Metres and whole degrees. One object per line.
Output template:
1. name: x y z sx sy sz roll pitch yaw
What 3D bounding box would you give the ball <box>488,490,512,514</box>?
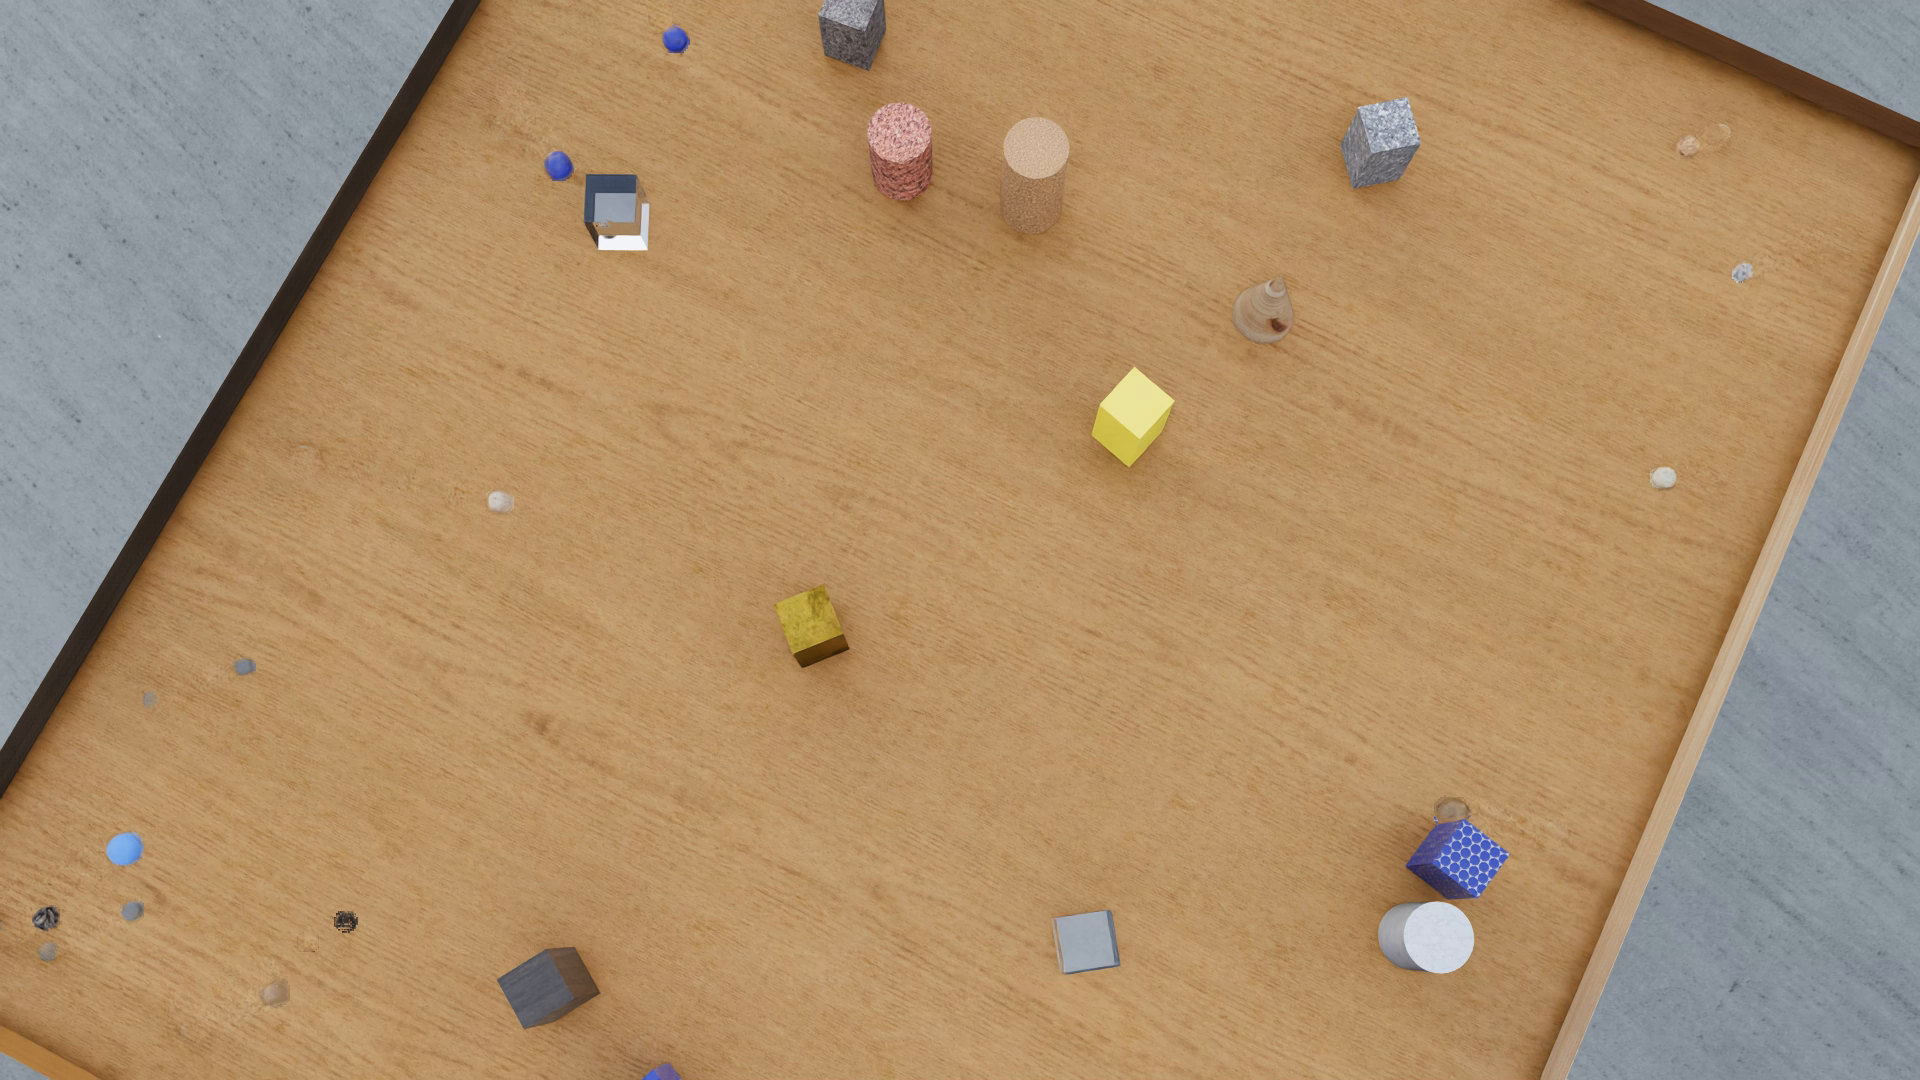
1. ball: -1.407 -0.116 5.603 0.074 0.074 0.074 0 78 0

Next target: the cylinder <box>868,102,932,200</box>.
1. cylinder: -0.184 -1.208 5.712 0.194 0.303 0.194 0 78 0

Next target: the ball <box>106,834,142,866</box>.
1. ball: -2.454 0.908 5.380 0.095 0.095 0.095 0 78 0

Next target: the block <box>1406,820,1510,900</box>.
1. block: 1.424 0.920 5.262 0.155 0.321 0.155 38 81 7

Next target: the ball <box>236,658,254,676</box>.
1. ball: -2.152 0.383 5.511 0.051 0.051 0.051 0 78 0

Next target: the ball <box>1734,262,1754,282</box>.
1. ball: 2.463 -0.843 5.761 0.058 0.058 0.058 0 78 0

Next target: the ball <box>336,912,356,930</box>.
1. ball: -1.795 1.116 5.359 0.052 0.052 0.052 0 78 0

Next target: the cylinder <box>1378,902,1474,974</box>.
1. cylinder: 1.323 1.130 5.218 0.194 0.322 0.194 0 78 0

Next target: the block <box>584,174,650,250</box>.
1. block: -1.067 -1.019 5.707 0.155 0.235 0.155 0 78 0

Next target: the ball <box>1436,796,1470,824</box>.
1. ball: 1.452 0.806 5.400 0.097 0.097 0.097 0 78 0

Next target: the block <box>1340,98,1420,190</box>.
1. block: 1.312 -1.238 5.730 0.155 0.279 0.155 -12 79 -2

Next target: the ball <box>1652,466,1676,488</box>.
1. ball: 2.161 -0.191 5.621 0.069 0.069 0.069 0 78 0

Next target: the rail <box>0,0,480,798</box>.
1. rail: -1.972 -0.959 5.750 0.045 0.126 5.087 26 80 5

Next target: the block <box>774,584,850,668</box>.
1. block: -0.435 0.258 5.405 0.155 0.310 0.155 -22 79 -4

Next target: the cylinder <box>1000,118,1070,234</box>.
1. cylinder: 0.225 -1.110 5.618 0.194 0.447 0.194 0 78 0

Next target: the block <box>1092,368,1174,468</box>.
1. block: 0.517 -0.366 5.517 0.155 0.342 0.155 41 81 8

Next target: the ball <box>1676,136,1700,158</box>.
1. ball: 2.321 -1.254 5.841 0.068 0.068 0.068 0 78 0

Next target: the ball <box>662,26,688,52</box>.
1. ball: -0.918 -1.615 5.909 0.082 0.082 0.082 0 78 0

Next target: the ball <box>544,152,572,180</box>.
1. ball: -1.275 -1.189 5.818 0.087 0.087 0.087 0 78 0

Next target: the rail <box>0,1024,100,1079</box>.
1. rail: -1.127 2.214 5.093 4.456 0.126 0.045 26 80 5

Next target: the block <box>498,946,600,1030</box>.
1. block: -1.155 1.259 5.166 0.155 0.373 0.155 -31 80 -6

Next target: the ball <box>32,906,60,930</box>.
1. ball: -2.669 1.106 5.352 0.069 0.069 0.069 0 78 0

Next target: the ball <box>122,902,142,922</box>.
1. ball: -2.423 1.087 5.362 0.058 0.058 0.058 0 78 0

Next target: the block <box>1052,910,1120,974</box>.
1. block: 0.356 1.145 5.224 0.155 0.304 0.155 -9 78 -2

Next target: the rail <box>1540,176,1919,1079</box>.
1. rail: 1.972 0.972 5.350 0.045 0.126 5.087 26 80 5

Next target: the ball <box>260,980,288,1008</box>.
1. ball: -1.984 1.313 5.306 0.076 0.076 0.076 0 78 0

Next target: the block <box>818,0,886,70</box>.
1. block: -0.340 -1.643 5.819 0.155 0.269 0.155 20 79 4

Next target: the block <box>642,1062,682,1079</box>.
1. block: -0.852 1.591 5.149 0.155 0.272 0.155 -41 81 -8

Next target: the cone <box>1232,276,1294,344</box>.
1. cone: 0.953 -0.746 5.589 0.194 0.355 0.194 0 78 0

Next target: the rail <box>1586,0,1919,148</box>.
1. rail: 1.127 -2.201 6.006 4.456 0.126 0.045 26 80 5

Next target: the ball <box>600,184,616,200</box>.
1. ball: -1.117 -1.105 5.821 0.048 0.048 0.048 0 78 0
